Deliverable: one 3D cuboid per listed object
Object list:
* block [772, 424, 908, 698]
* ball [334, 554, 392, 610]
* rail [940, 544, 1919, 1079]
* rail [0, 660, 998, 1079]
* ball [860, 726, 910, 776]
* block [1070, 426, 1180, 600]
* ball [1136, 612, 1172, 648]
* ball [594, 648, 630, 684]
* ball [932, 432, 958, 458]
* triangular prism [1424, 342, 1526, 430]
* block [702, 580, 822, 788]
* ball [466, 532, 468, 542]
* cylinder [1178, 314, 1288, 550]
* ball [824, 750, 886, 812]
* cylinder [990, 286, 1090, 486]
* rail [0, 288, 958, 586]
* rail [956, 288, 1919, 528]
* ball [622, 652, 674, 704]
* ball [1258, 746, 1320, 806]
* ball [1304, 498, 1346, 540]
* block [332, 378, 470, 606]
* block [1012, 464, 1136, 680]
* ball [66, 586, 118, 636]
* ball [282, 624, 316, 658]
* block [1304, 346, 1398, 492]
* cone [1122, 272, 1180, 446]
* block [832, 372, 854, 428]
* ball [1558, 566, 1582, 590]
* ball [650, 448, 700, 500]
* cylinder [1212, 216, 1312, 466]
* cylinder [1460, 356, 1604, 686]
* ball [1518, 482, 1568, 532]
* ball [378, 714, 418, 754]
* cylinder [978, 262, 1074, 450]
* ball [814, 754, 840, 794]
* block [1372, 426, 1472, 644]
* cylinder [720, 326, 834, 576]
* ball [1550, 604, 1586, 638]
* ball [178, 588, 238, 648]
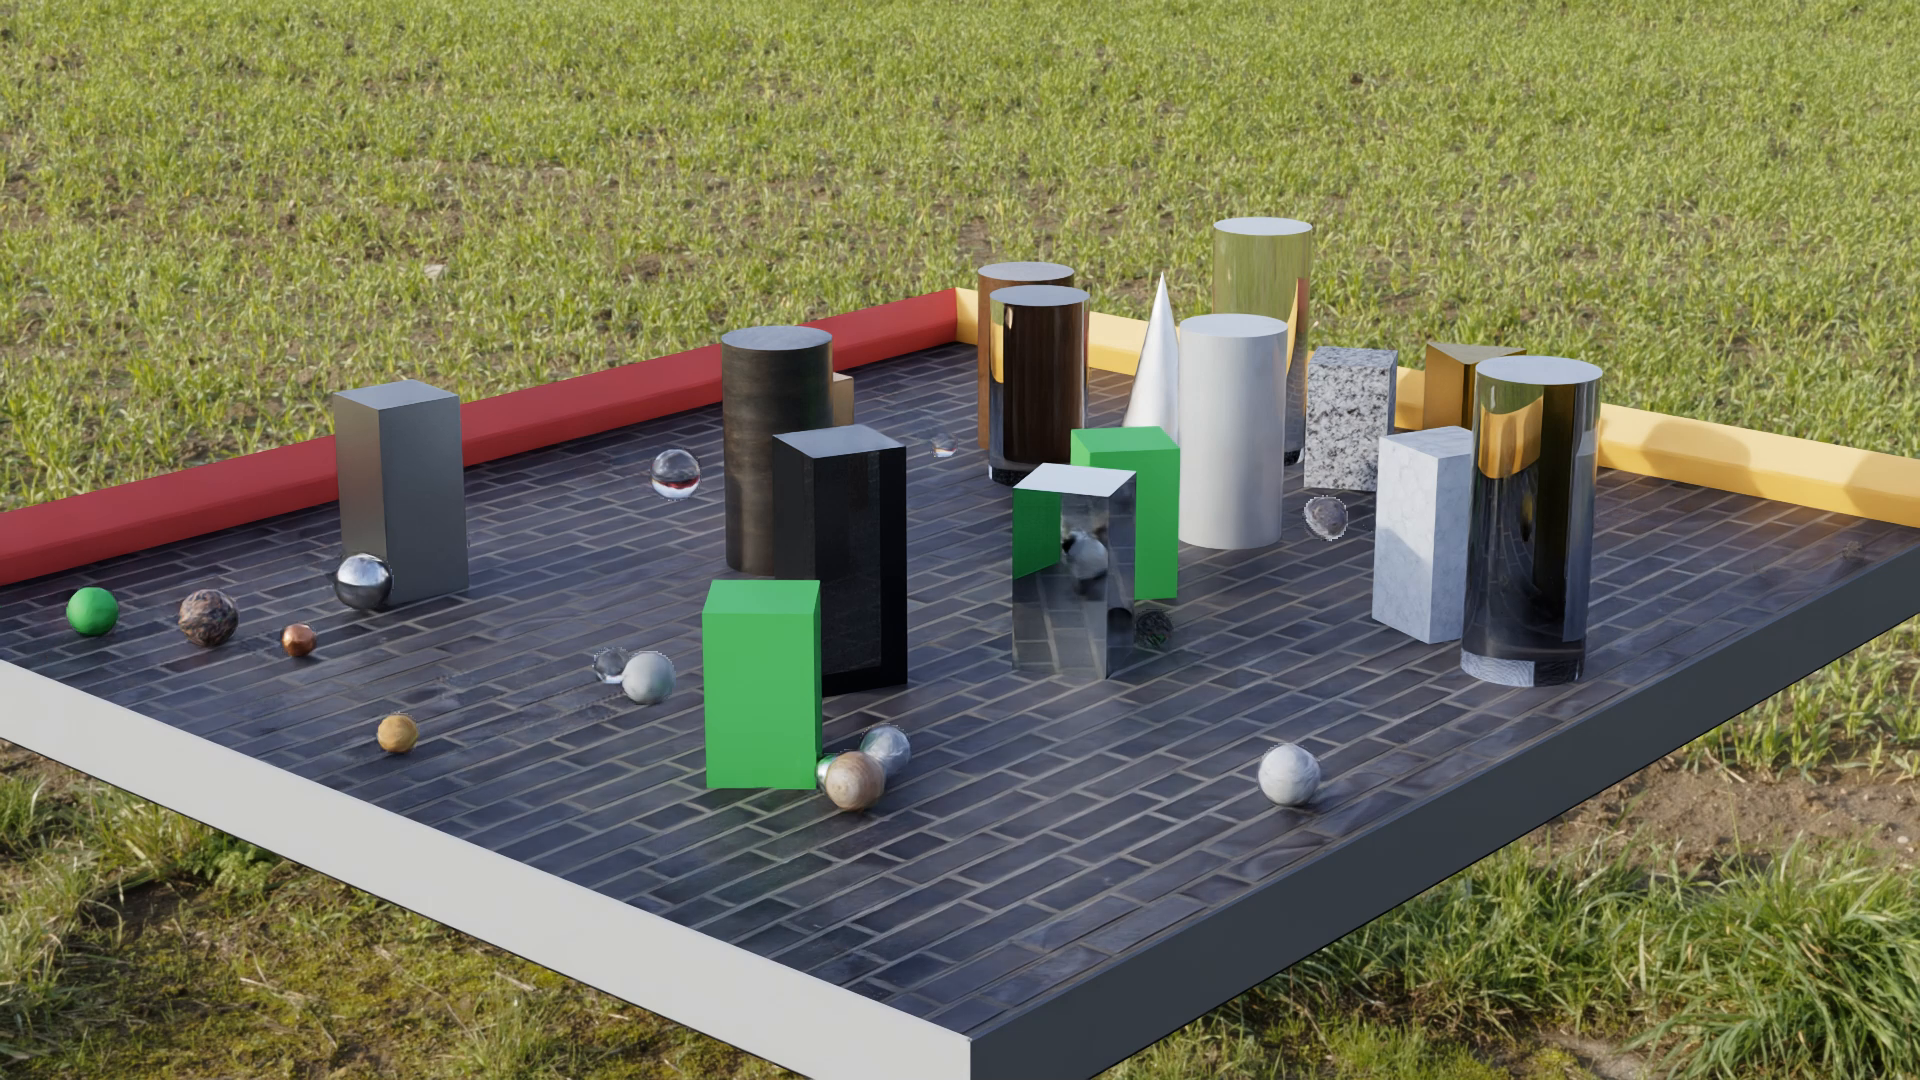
[{"bbox_3d":[-0.191,0.031,4.670,0.159,0.392,0.159,-8,19,-26],"label":"block"},{"bbox_3d":[-1.024,0.073,5.031,0.098,0.098,0.098,0,17,0],"label":"ball"},{"bbox_3d":[0.974,0.276,4.310,0.045,0.129,2.993,14,22,39],"label":"rail"},{"bbox_3d":[-0.966,0.353,4.055,2.628,0.129,0.045,14,22,39],"label":"rail"},{"bbox_3d":[-0.109,0.310,4.296,0.075,0.075,0.075,0,17,0],"label":"ball"},{"bbox_3d":[0.287,-0.047,5.144,0.159,0.269,0.159,-3,17,-9],"label":"block"},{"bbox_3d":[0.320,0.148,4.844,0.061,0.061,0.061,0,17,0],"label":"ball"},{"bbox_3d":[-0.554,0.202,4.684,0.057,0.057,0.057,0,17,0],"label":"ball"},{"bbox_3d":[-0.032,-0.195,6.011,0.052,0.052,0.052,0,17,0],"label":"ball"},{"bbox_3d":[0.882,-0.139,5.209,0.172,0.408,0.149,-16,23,-42],"label":"triangular prism"},{"bbox_3d":[-0.287,0.210,4.295,0.159,0.267,0.159,0,17,1],"label":"block"},{"bbox_3d":[-0.927,0.000,5.353,0.059,0.059,0.059,0,17,0],"label":"ball"},{"bbox_3d":[0.502,-0.202,5.434,0.199,0.400,0.199,0,17,0],"label":"cylinder"},{"bbox_3d":[-0.148,0.342,4.155,0.086,0.086,0.086,0,17,0],"label":"ball"},{"bbox_3d":[0.157,-0.306,5.832,0.199,0.368,0.199,0,17,0],"label":"cylinder"},{"bbox_3d":[-0.974,-0.212,5.930,0.045,0.129,2.993,14,22,39],"label":"rail"},{"bbox_3d":[0.966,-0.288,6.185,2.628,0.129,0.045,14,22,39],"label":"rail"},{"bbox_3d":[-0.488,0.218,4.592,0.081,0.081,0.081,0,17,0],"label":"ball"},{"bbox_3d":[0.470,0.337,4.185,0.088,0.088,0.088,0,17,0],"label":"ball"},{"bbox_3d":[0.680,-0.039,5.450,0.077,0.077,0.077,0,17,0],"label":"ball"},{"bbox_3d":[-0.978,-0.086,5.134,0.159,0.349,0.159,-14,22,-38],"label":"block"},{"bbox_3d":[0.186,0.049,4.761,0.159,0.306,0.159,6,18,18],"label":"block"},{"bbox_3d":[-1.453,0.119,4.914,0.083,0.083,0.083,0,17,0],"label":"ball"},{"bbox_3d":[-1.085,0.165,4.811,0.056,0.056,0.056,0,17,0],"label":"ball"},{"bbox_3d":[0.777,-0.242,5.825,0.159,0.250,0.159,4,17,13],"label":"block"},{"bbox_3d":[0.400,-0.335,5.851,0.199,0.413,0.199,0,17,0],"label":"cone"},{"bbox_3d":[-0.317,-0.195,5.673,0.159,0.247,0.159,-15,22,-41],"label":"block"},{"bbox_3d":[1.074,0.066,5.164,0.042,0.042,0.042,0,17,0],"label":"ball"},{"bbox_3d":[-0.555,-0.128,5.708,0.099,0.099,0.099,0,17,0],"label":"ball"},{"bbox_3d":[0.609,-0.403,5.963,0.199,0.478,0.199,0,17,0],"label":"cylinder"},{"bbox_3d":[0.914,-0.032,4.699,0.199,0.496,0.199,0,17,0],"label":"cylinder"},{"bbox_3d":[1.094,-0.061,5.499,0.092,0.092,0.092,0,17,0],"label":"ball"},{"bbox_3d":[-0.842,0.291,4.387,0.060,0.060,0.060,0,17,0],"label":"ball"},{"bbox_3d":[0.136,-0.377,6.074,0.199,0.365,0.199,0,17,0],"label":"cylinder"},{"bbox_3d":[-0.181,0.339,4.229,0.059,0.059,0.059,0,17,0],"label":"ball"},{"bbox_3d":[0.812,-0.011,4.936,0.159,0.320,0.159,-9,19,-27],"label":"block"},{"bbox_3d":[-0.326,-0.162,5.274,0.199,0.414,0.199,0,17,0],"label":"cylinder"},{"bbox_3d":[1.016,0.136,4.902,0.059,0.059,0.059,0,17,0],"label":"ball"},{"bbox_3d":[-1.245,0.129,4.857,0.097,0.097,0.097,0,17,0],"label":"ball"}]
